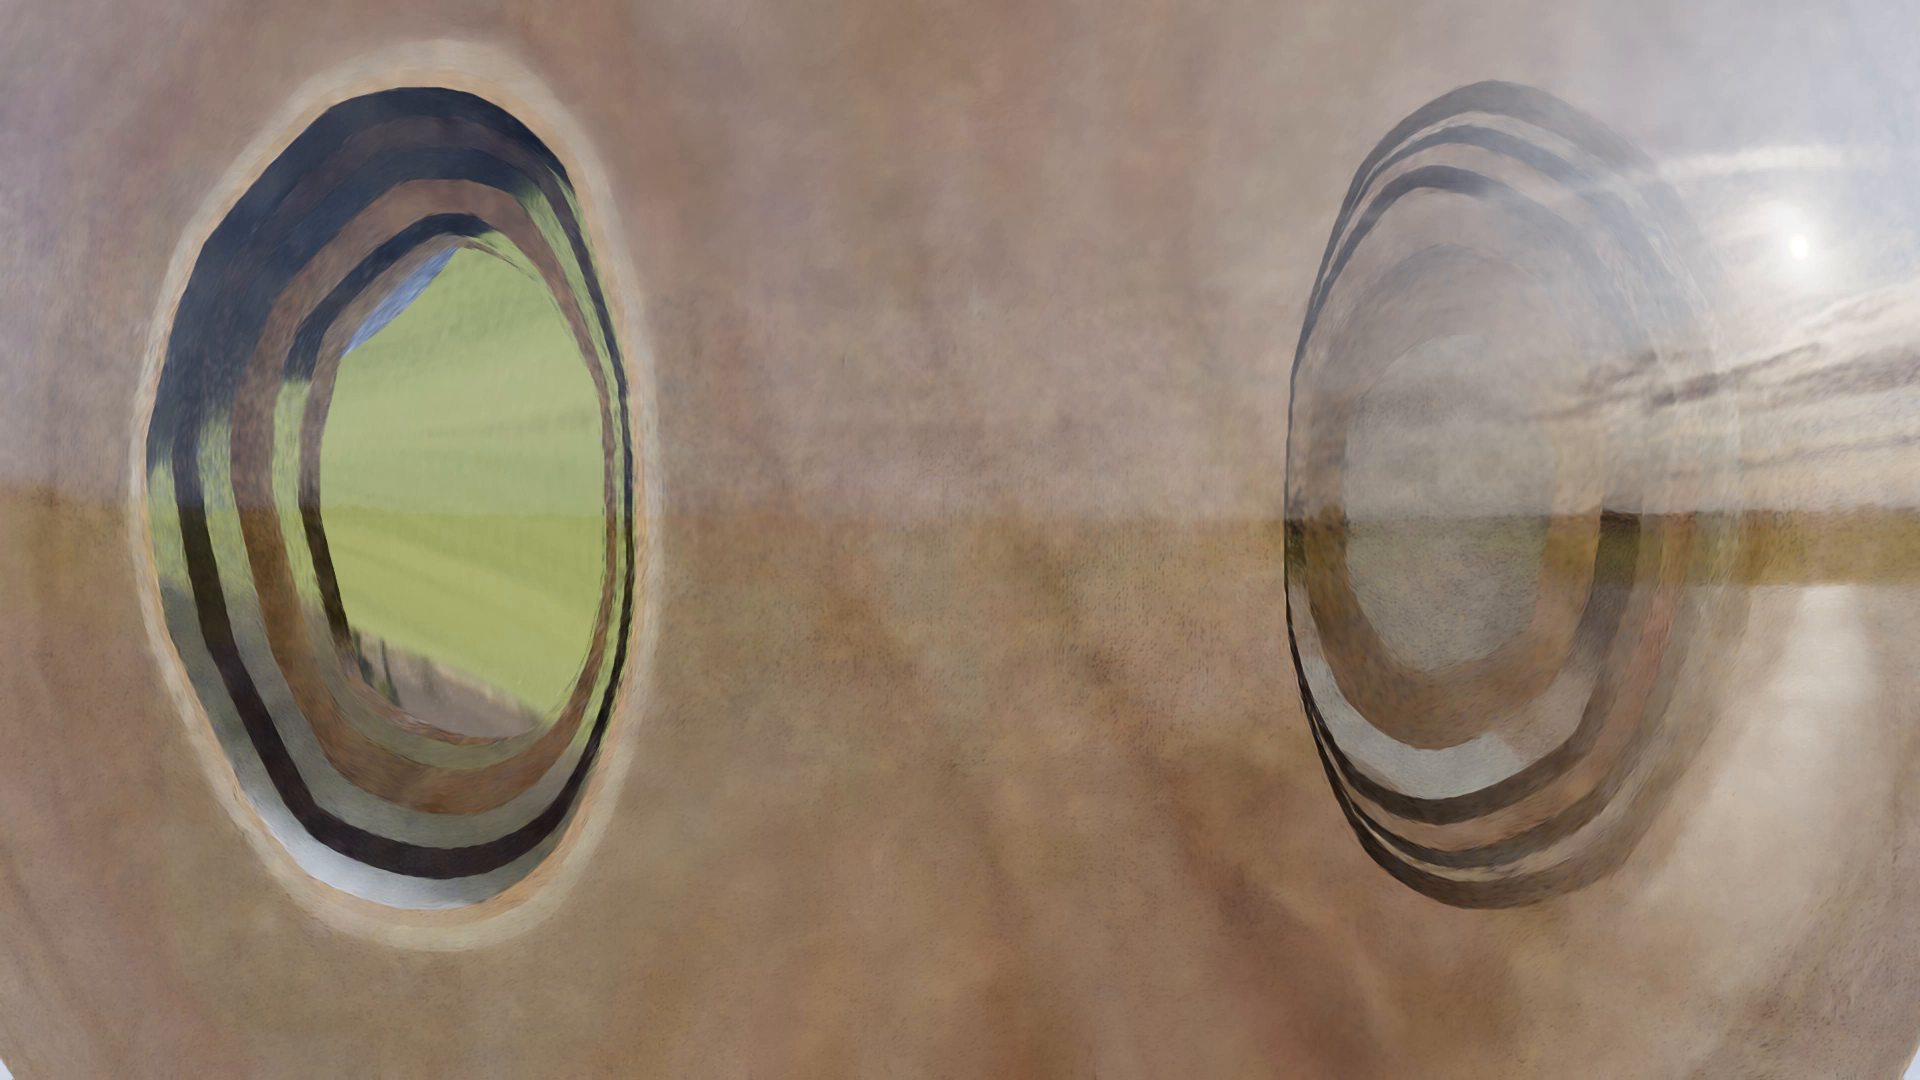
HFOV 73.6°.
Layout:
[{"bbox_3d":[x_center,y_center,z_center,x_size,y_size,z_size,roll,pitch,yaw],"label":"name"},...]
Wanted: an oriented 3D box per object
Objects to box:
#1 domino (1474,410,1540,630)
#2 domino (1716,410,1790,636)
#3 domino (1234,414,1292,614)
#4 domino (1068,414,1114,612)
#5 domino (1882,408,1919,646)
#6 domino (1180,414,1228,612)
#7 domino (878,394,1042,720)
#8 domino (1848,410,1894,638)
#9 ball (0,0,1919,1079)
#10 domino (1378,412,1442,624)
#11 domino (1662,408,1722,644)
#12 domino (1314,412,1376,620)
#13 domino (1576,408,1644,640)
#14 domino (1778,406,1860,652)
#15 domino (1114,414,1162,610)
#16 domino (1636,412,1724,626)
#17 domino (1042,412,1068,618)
[{"bbox_3d":[0.130,-0.005,0.304,0.009,0.050,0.025,3,5,31],"label":"domino"},{"bbox_3d":[0.182,-0.005,0.295,0.009,0.050,0.025,2,5,23],"label":"domino"},{"bbox_3d":[0.078,-0.007,0.331,0.010,0.050,0.025,2,5,23],"label":"domino"},{"bbox_3d":[0.030,-0.008,0.337,0.010,0.050,0.025,-2,5,-21],"label":"domino"},{"bbox_3d":[0.209,-0.002,0.267,0.010,0.050,0.025,-1,5,-18],"label":"domino"},{"bbox_3d":[0.064,-0.008,0.337,0.009,0.050,0.025,1,4,16],"label":"domino"},{"bbox_3d":[0.000,0.002,0.201,0.025,0.050,0.010,0,4,0],"label":"domino"},{"bbox_3d":[0.200,-0.004,0.292,0.010,0.050,0.025,-2,5,-29],"label":"domino"},{"bbox_3d":[0.000,-0.002,0.056,0.080,0.080,0.080,0,4,0],"label":"ball"},{"bbox_3d":[0.111,-0.006,0.316,0.010,0.050,0.025,2,5,29],"label":"domino"},{"bbox_3d":[0.162,-0.004,0.285,0.010,0.050,0.025,2,5,29],"label":"domino"},{"bbox_3d":[0.097,-0.007,0.323,0.010,0.050,0.025,2,5,27],"label":"domino"},{"bbox_3d":[0.147,-0.004,0.291,0.010,0.050,0.025,2,5,20],"label":"domino"},{"bbox_3d":[0.183,-0.003,0.274,0.009,0.050,0.025,2,5,26],"label":"domino"},{"bbox_3d":[0.047,-0.008,0.339,0.010,0.050,0.025,0,4,2],"label":"domino"},{"bbox_3d":[0.168,-0.005,0.306,0.025,0.050,0.009,-1,4,-17],"label":"domino"},{"bbox_3d":[0.014,-0.007,0.323,0.025,0.050,0.009,3,5,32],"label":"domino"}]
